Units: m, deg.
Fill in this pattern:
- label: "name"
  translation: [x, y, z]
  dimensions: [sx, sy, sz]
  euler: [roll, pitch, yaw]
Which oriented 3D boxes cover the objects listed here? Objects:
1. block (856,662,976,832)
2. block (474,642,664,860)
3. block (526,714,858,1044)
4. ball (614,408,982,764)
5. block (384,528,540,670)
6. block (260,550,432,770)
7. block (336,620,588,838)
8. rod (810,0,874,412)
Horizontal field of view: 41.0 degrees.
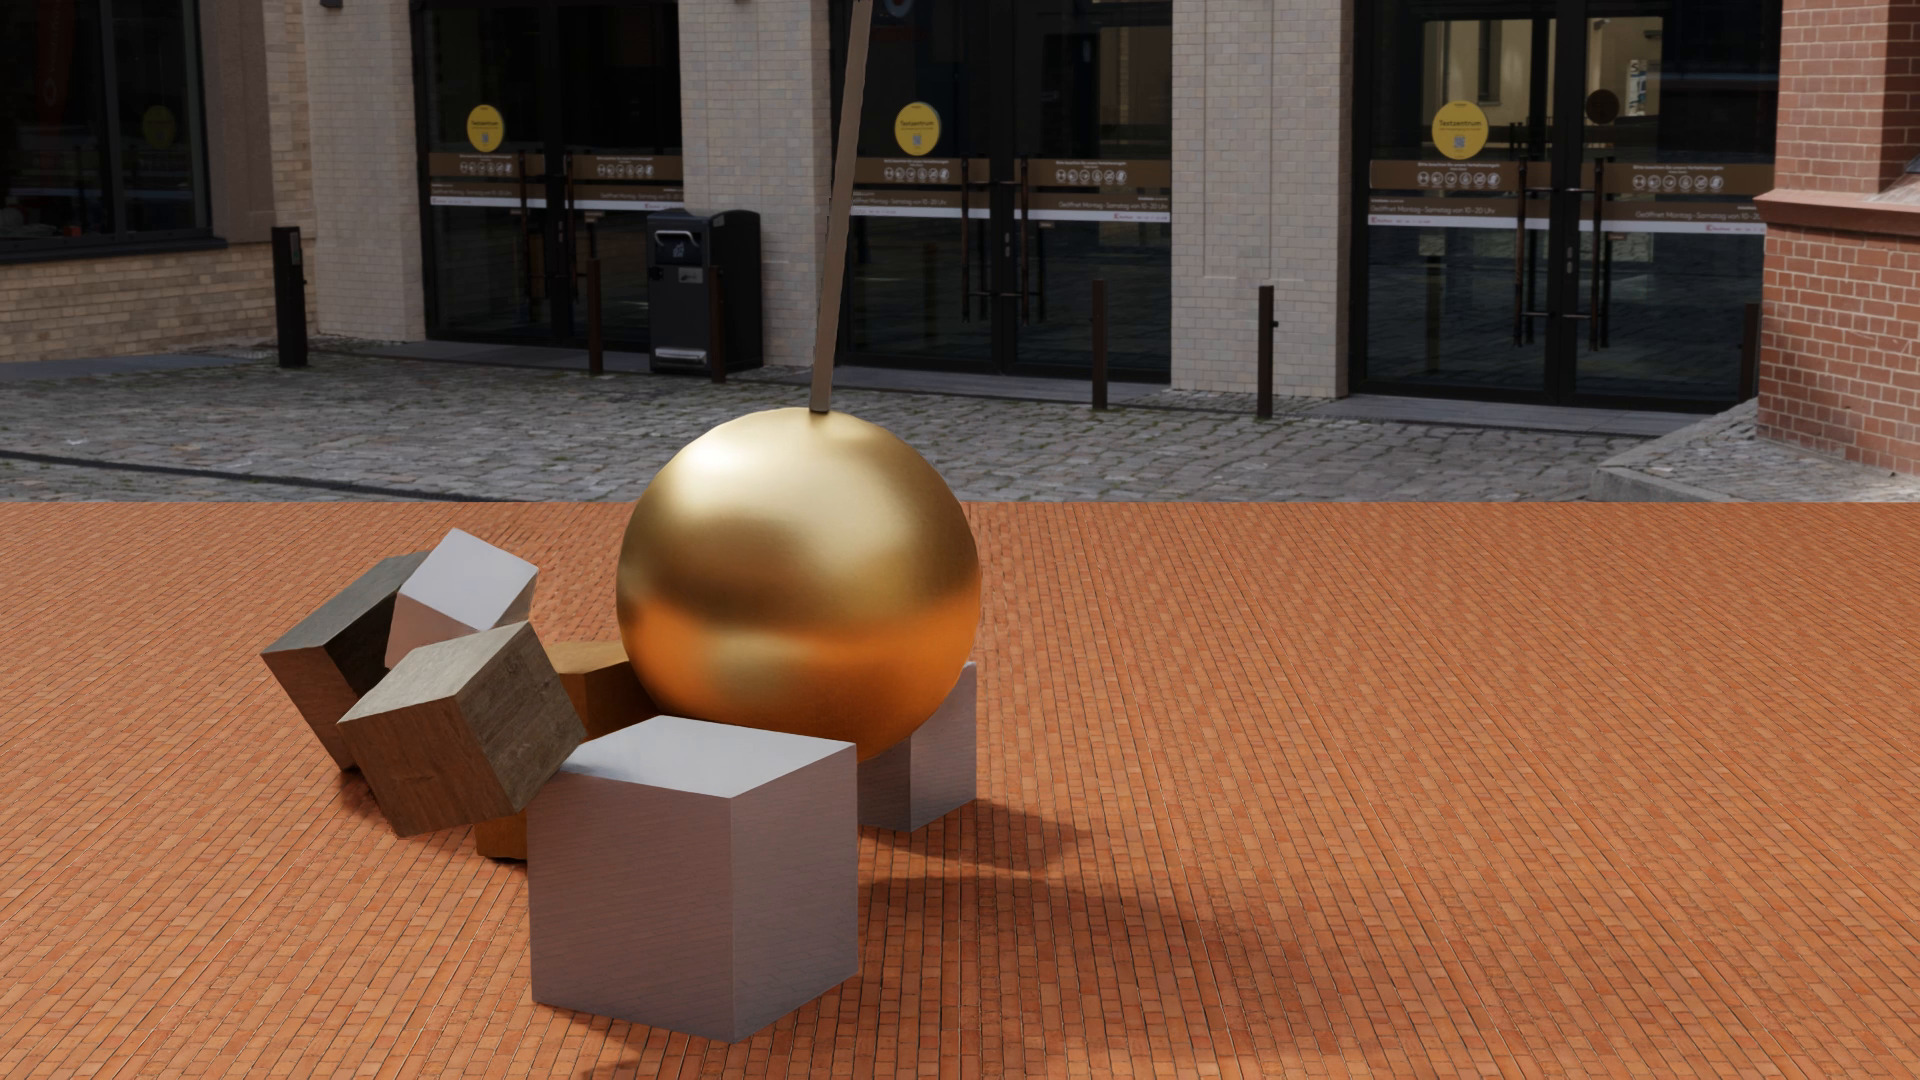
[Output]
- label: "block"
  translation: [-0.360, 0.955, 12.402]
  dimensions: [0.646, 0.684, 0.667]
  euler: [5, 12, 28]
- label: "block"
  translation: [-1.719, 0.953, 11.716]
  dimensions: [0.757, 0.852, 0.737]
  euler: [-1, 8, 33]
- label: "block"
  translation: [-1.022, 1.280, 9.913]
  dimensions: [0.932, 0.935, 0.879]
  euler: [6, 12, 28]
- label: "ball"
  translation: [-0.704, 0.220, 11.220]
  dimensions: [1.600, 1.600, 1.600]
  euler: [0, 10, 0]
- label: "block"
  translation: [-2.191, 0.338, 11.283]
  dimensions: [0.427, 0.470, 0.497]
  euler: [25, 41, 5]
- label: "block"
  translation: [-2.836, 0.604, 12.898]
  dimensions: [0.844, 0.738, 0.779]
  euler: [-42, 20, -33]
- label: "block"
  translation: [-1.839, 0.701, 9.511]
  dimensions: [0.569, 0.507, 0.549]
  euler: [-14, 21, 28]
- label: "rod"
  translation: [-0.305, -3.102, 10.616]
  dimensions: [0.080, 5.200, 0.080]
  euler: [7, 10, -1]
